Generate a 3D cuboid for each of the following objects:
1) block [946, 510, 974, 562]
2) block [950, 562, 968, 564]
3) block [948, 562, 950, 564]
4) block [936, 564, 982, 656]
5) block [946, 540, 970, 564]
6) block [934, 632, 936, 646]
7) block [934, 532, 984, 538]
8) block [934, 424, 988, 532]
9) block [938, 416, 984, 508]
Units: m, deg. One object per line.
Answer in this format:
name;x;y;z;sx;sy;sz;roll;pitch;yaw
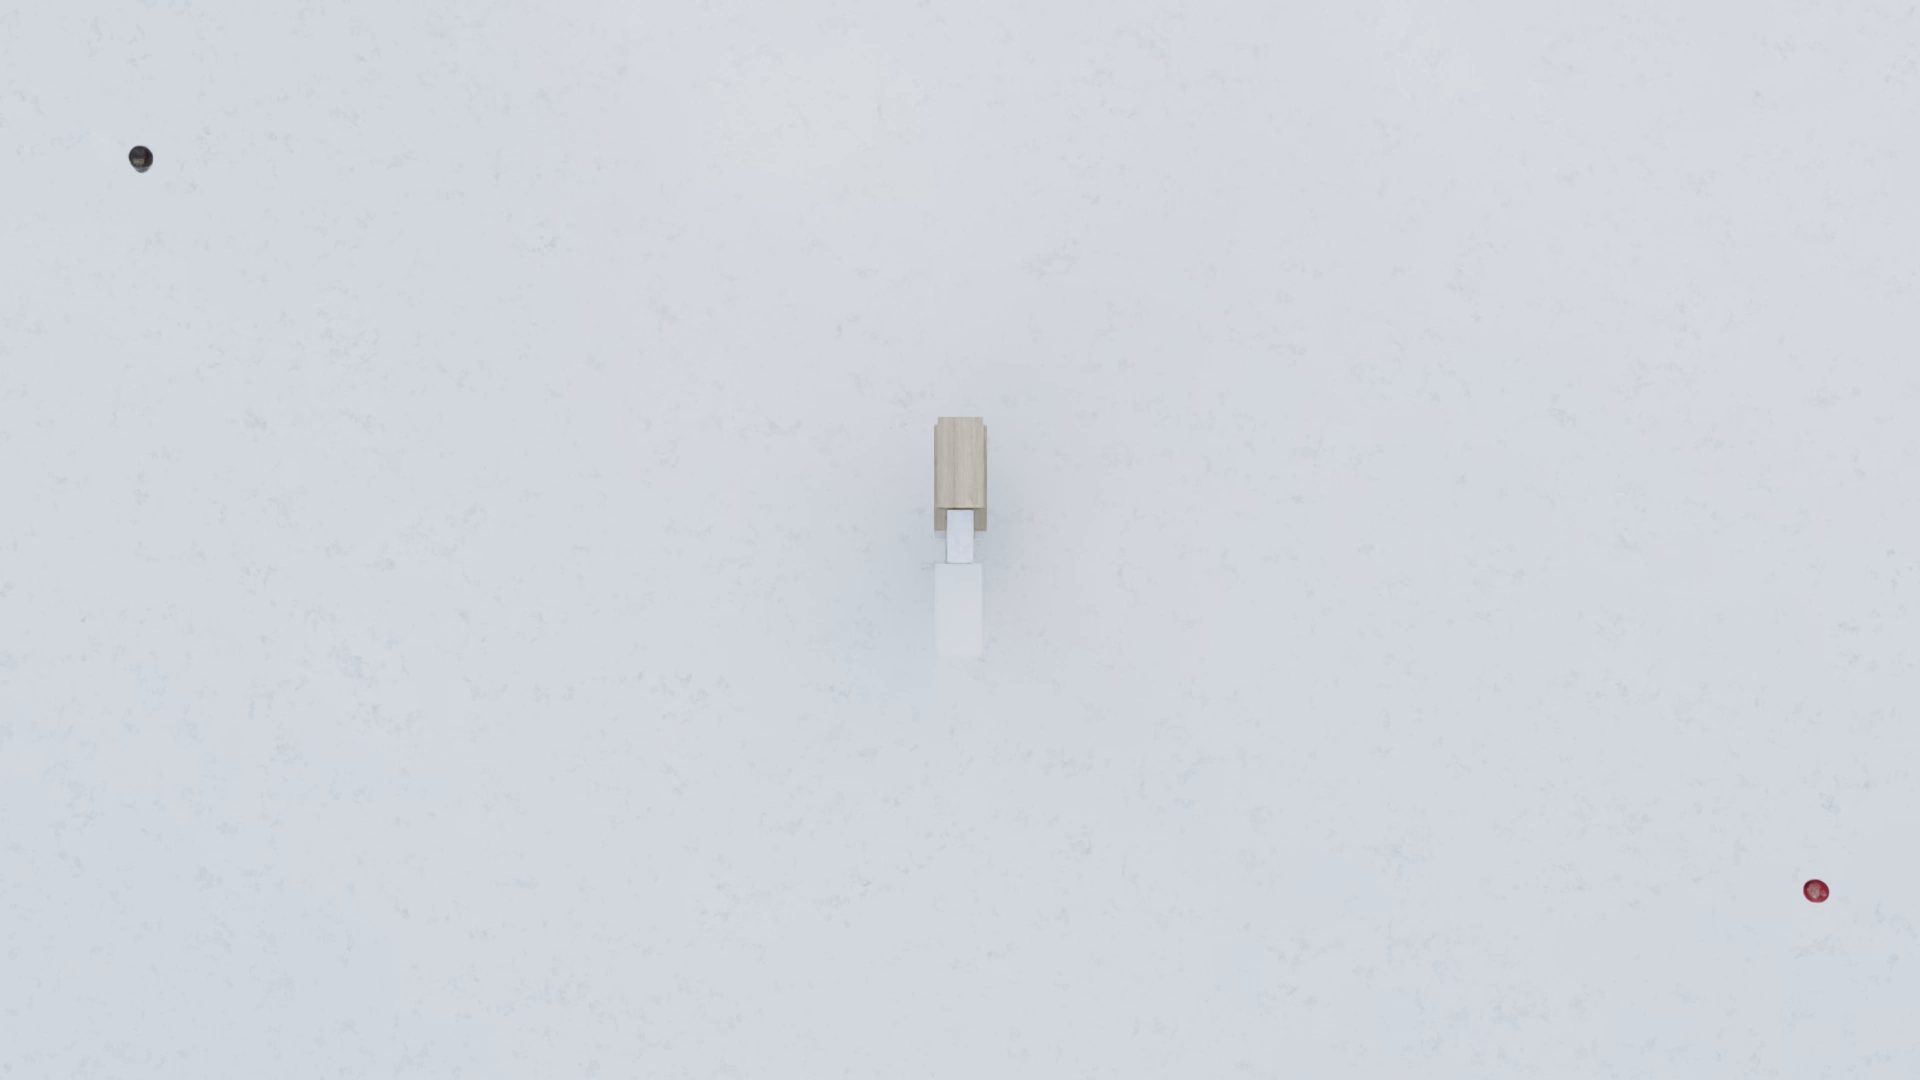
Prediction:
block;0.001;-0.011;4.637;0.074;0.021;0.148;1;90;0
block;-0.004;0.034;5.024;0.058;0.016;0.115;1;90;0
block;-0.005;0.073;5.176;0.058;0.288;0.016;-1;90;0
block;-0.004;0.201;4.763;0.134;0.038;0.268;0;90;0
block;-0.005;0.078;5.331;0.079;0.022;0.158;0;90;0
block;-0.006;0.290;4.916;0.134;0.268;0.038;0;90;0
block;-0.002;-0.158;5.169;0.154;0.044;0.309;0;90;0
block;0.002;-0.181;4.817;0.154;0.044;0.309;0;90;0
block;0.002;-0.213;4.529;0.124;0.035;0.248;0;90;0
